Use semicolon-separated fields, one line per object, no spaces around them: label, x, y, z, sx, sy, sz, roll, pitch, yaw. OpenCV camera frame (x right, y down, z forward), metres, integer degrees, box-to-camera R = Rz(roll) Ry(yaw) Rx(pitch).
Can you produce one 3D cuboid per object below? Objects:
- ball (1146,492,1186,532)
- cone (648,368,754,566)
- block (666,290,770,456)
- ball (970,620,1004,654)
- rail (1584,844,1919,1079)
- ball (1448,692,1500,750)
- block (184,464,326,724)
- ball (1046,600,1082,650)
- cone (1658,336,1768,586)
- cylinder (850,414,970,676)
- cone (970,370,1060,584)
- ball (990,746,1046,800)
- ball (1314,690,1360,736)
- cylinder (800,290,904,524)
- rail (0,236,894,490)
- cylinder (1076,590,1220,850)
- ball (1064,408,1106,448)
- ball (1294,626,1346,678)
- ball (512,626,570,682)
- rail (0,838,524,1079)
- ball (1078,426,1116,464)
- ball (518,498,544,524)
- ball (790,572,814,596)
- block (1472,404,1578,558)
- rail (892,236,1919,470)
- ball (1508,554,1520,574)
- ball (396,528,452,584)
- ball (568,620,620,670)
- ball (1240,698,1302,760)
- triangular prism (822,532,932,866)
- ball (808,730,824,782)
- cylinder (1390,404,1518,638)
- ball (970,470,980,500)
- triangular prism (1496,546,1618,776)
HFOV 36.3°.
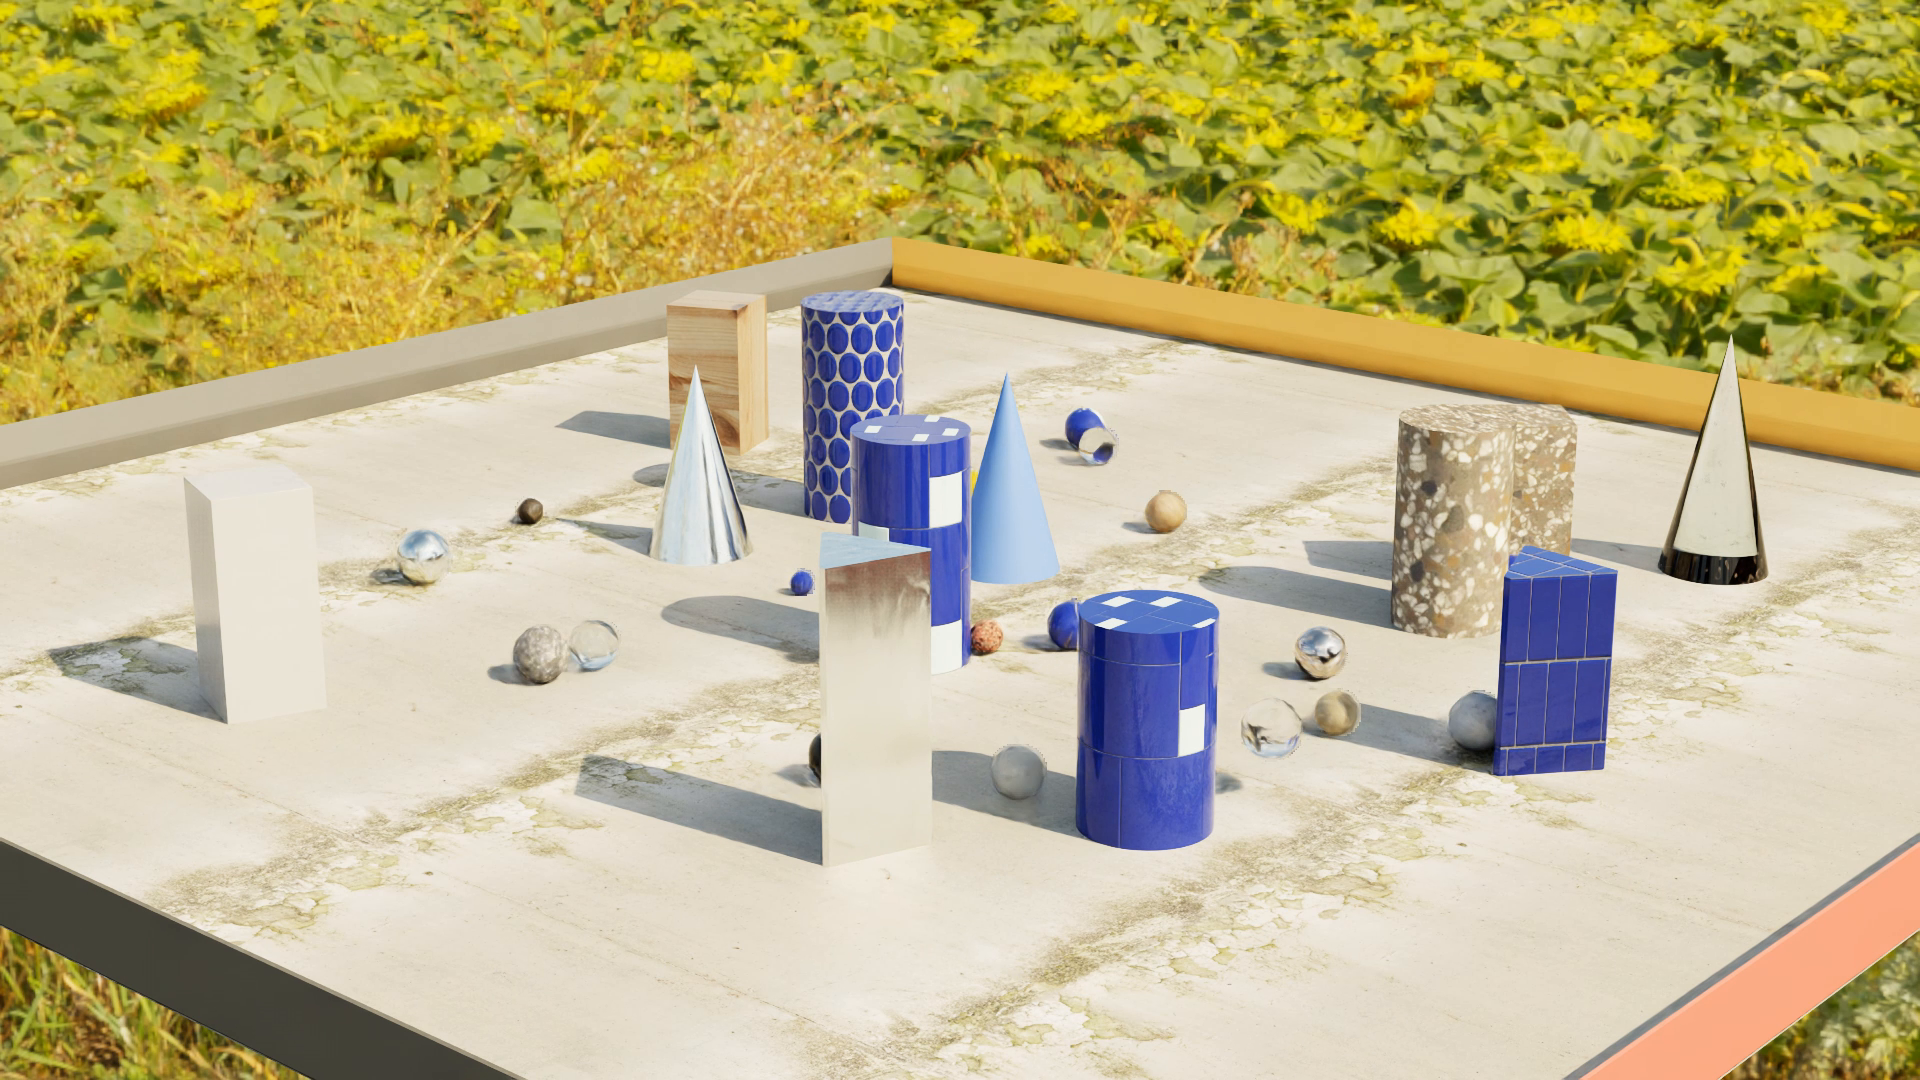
ball;0.384;-0.051;5.490;0.074;0.074;0.074;0;17;0
cone;-0.476;-0.149;5.336;0.195;0.350;0.195;0;17;0
block;-0.500;-0.347;6.069;0.156;0.306;0.156;6;18;18
ball;0.044;0.158;4.825;0.056;0.056;0.056;0;17;0
rail;1.390;0.380;3.965;0.045;0.126;3.751;14;22;39
ball;0.776;0.272;4.394;0.088;0.088;0.088;0;17;0
block;-1.095;0.082;4.556;0.156;0.358;0.156;-9;19;-28
ball;0.184;0.141;4.841;0.081;0.081;0.081;0;17;0
cone;1.355;-0.155;5.213;0.195;0.433;0.195;0;17;0
cylinder;-0.079;0.008;4.754;0.195;0.386;0.195;0;17;0
cone;0.083;-0.125;5.228;0.195;0.365;0.195;0;17;0
ball;0.083;0.334;4.206;0.078;0.078;0.078;0;17;0
ball;0.573;0.263;4.459;0.068;0.068;0.068;0;17;0
cylinder;-0.203;-0.254;5.581;0.195;0.409;0.195;0;17;0
rail;-1.390;-0.317;6.275;0.045;0.126;3.751;14;22;39
cylinder;0.260;0.249;4.078;0.195;0.315;0.195;0;17;0
ball;0.258;-0.231;6.066;0.086;0.086;0.086;0;17;0
ball;0.578;0.180;4.705;0.085;0.085;0.085;0;17;0
ball;-0.670;0.182;4.688;0.090;0.090;0.090;0;17;0
rail;-1.214;0.436;3.781;3.728;0.126;0.045;14;22;39
ball;0.280;-0.191;5.947;0.077;0.077;0.077;0;17;0
ball;-0.812;-0.055;5.544;0.049;0.049;0.049;0;17;0
ball;-0.277;0.075;5.126;0.042;0.042;0.042;0;17;0
block;0.982;-0.069;5.144;0.156;0.308;0.156;0;17;1
rail;1.214;-0.372;6.459;3.728;0.126;0.045;14;22;39
ball;0.948;0.070;5.057;0.091;0.091;0.091;0;17;0
ball;-0.949;0.029;5.185;0.097;0.097;0.097;0;17;0
ball;-0.592;0.169;4.744;0.082;0.082;0.082;0;17;0
ball;0.445;0.270;4.194;0.088;0.088;0.088;0;17;0
triangular prism;-0.148;0.210;4.017;0.169;0.424;0.146;-10;19;-30
ball;-0.180;0.314;4.263;0.083;0.083;0.083;0;17;0
cylinder;0.830;-0.033;4.942;0.195;0.355;0.195;0;17;0
ball;0.030;-0.099;5.654;0.071;0.071;0.071;0;17;0
triangular prism;0.856;0.175;4.340;0.169;0.305;0.146;-3;17;-9
